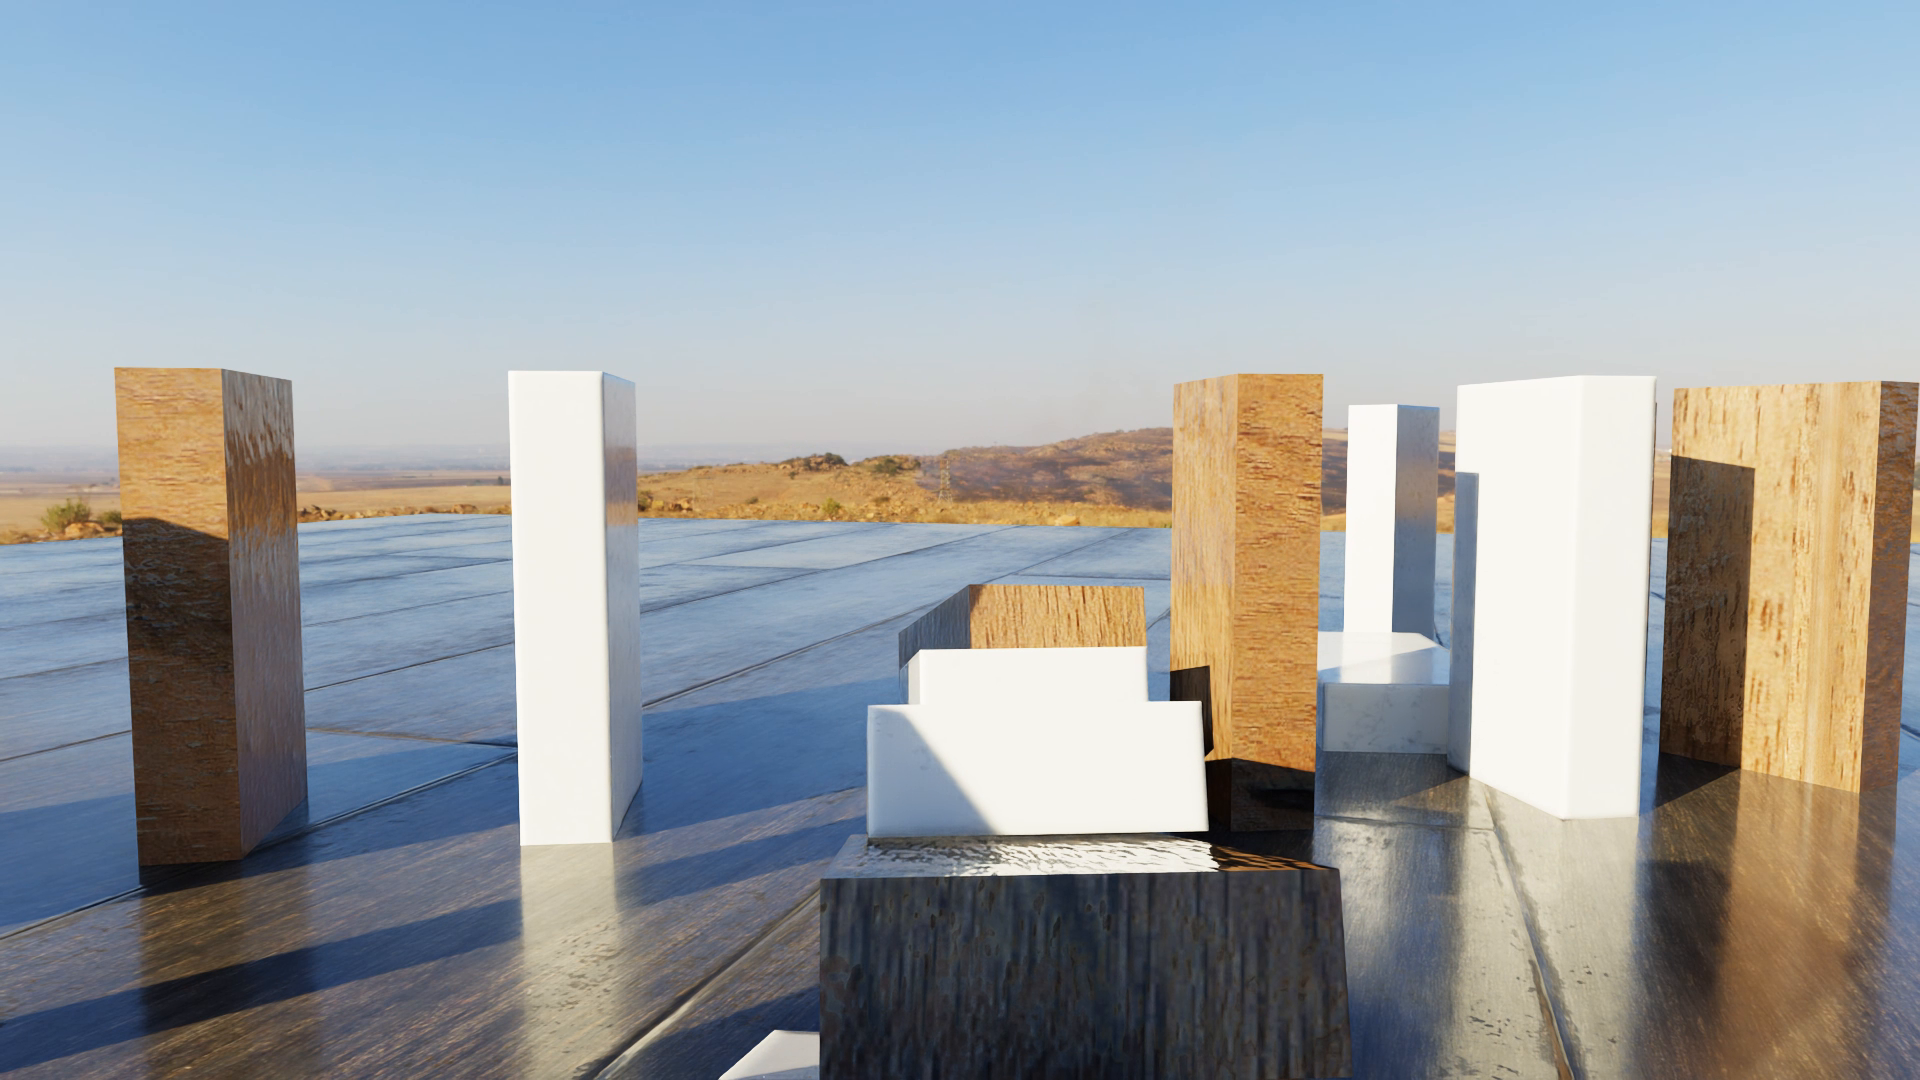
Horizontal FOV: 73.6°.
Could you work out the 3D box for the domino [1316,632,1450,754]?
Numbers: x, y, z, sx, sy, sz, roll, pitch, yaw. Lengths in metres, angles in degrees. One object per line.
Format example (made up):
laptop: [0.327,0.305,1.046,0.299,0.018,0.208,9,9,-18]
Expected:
domino: [0.065,0.023,0.201,0.025,0.009,0.050,0,4,6]

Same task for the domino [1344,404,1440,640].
domino: [0.088,-0.002,0.260,0.010,0.050,0.025,3,5,38]

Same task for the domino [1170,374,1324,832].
domino: [0.033,0.006,0.152,0.009,0.050,0.025,0,4,-6]

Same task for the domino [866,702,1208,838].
domino: [0.004,0.022,0.119,0.025,0.009,0.050,0,-12,-4]

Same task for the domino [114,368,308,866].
domino: [-0.081,0.007,0.141,0.009,0.050,0.025,-1,4,-13]

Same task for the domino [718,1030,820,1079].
domino: [0.000,0.028,0.047,0.025,0.009,0.050,0,-10,5]

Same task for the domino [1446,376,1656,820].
domino: [0.071,0.006,0.156,0.009,0.050,0.025,-1,4,-9]

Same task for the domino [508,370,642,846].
domino: [-0.043,0.007,0.147,0.009,0.050,0.025,0,4,-7]

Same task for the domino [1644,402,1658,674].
domino: [0.114,0.000,0.233,0.025,0.050,0.010,-3,5,-34]

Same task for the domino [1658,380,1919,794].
domino: [0.107,0.005,0.168,0.009,0.050,0.025,-3,5,-31]

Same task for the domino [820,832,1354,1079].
domino: [0.005,0.025,0.085,0.025,0.010,0.050,0,-11,-3]

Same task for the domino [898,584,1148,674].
domino: [0.008,0.016,0.198,0.025,0.010,0.050,1,-12,-14]

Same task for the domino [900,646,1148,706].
domino: [0.006,0.020,0.164,0.025,0.009,0.050,0,-8,-5]
